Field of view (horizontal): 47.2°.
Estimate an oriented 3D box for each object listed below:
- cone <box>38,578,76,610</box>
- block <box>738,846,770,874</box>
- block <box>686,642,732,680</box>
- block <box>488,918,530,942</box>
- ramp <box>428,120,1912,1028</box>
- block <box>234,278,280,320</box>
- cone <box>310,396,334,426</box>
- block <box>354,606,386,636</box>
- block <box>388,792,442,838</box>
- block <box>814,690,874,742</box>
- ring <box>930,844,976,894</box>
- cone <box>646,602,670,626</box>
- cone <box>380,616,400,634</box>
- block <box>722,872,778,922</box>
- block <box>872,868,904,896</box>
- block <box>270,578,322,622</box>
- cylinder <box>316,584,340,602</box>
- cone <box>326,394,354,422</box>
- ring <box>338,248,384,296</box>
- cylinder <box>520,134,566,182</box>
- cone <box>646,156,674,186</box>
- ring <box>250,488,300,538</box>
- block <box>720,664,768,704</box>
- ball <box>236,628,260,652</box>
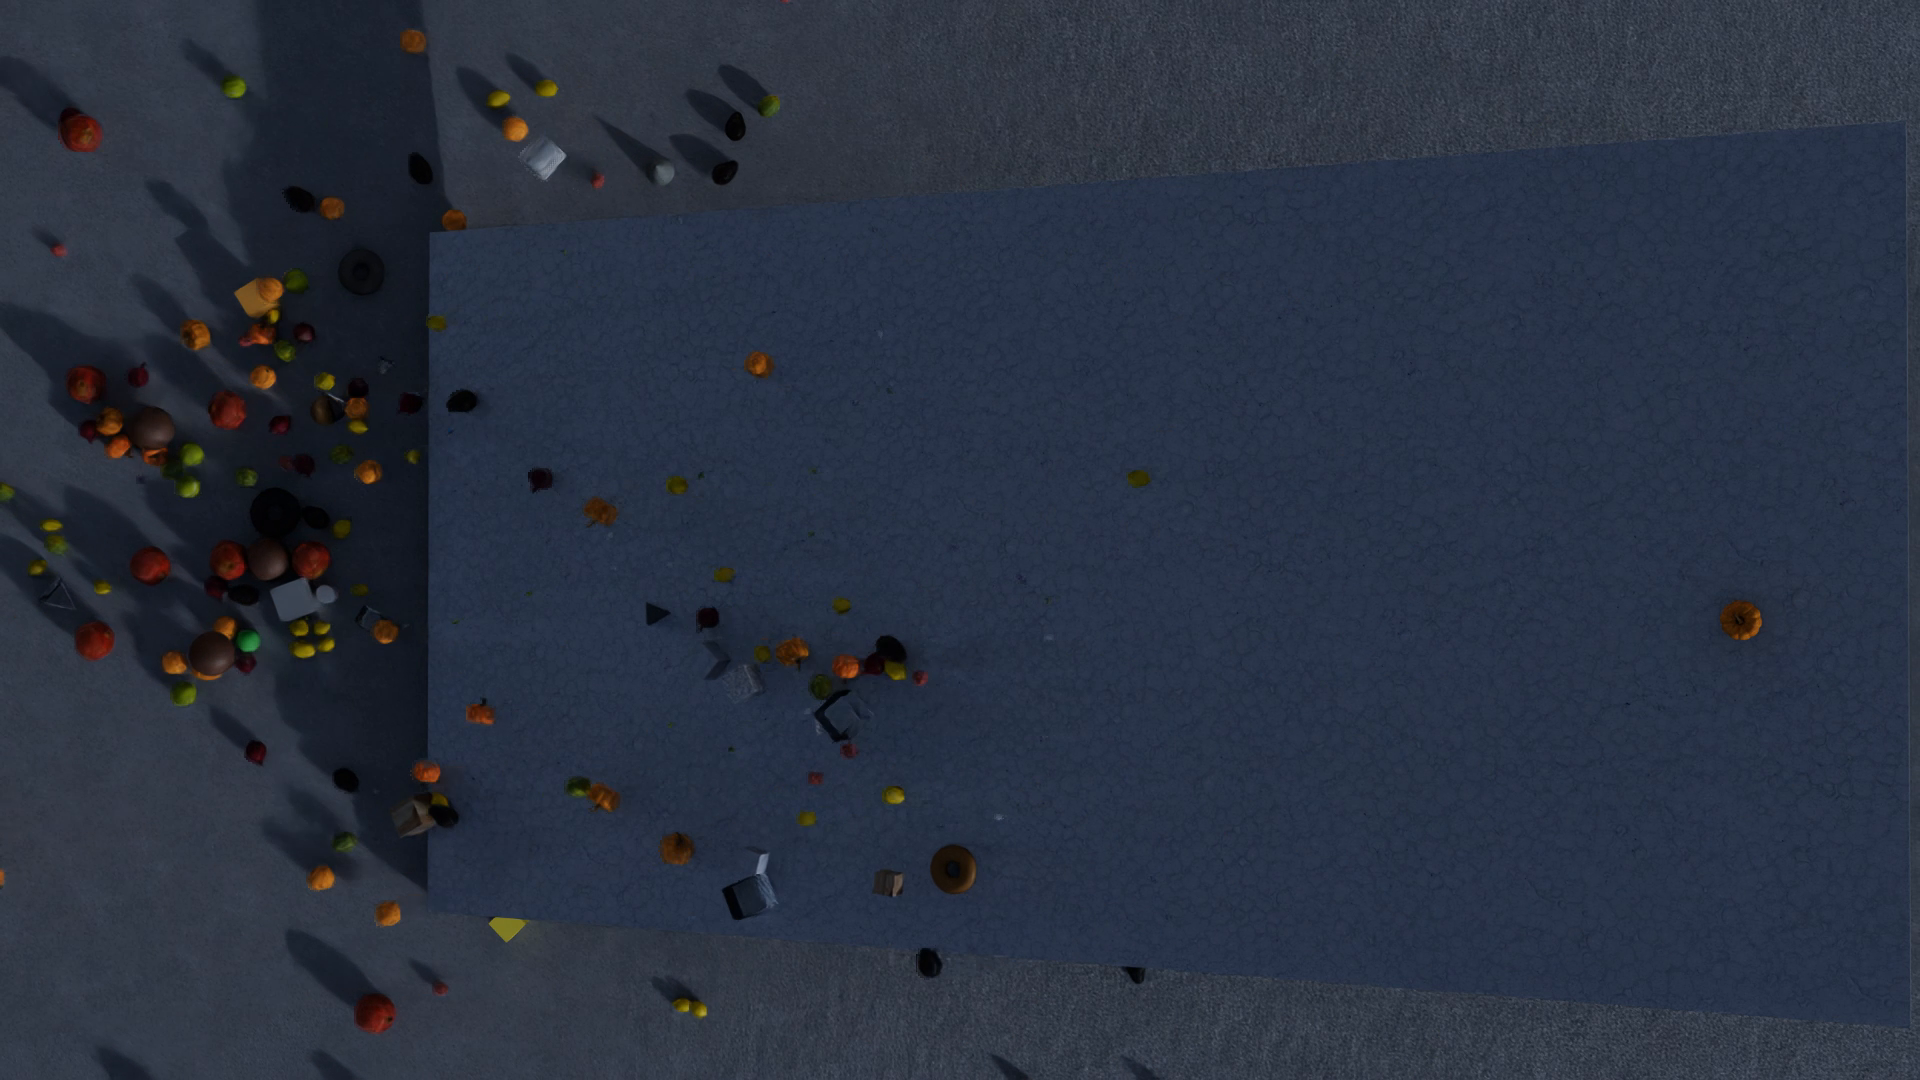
[{"bbox_3d":[-2.669,0.179,6.541,0.096,0.096,0.096,-46,116,0],"label":"cone"},{"bbox_3d":[-0.560,0.871,5.984,0.058,0.058,0.058,18,97,23],"label":"block"},{"bbox_3d":[-0.690,0.332,6.039,0.075,0.075,0.075,44,106,18],"label":"block"},{"bbox_3d":[-1.335,1.131,6.513,0.077,0.077,0.077,-44,90,0],"label":"block"},{"bbox_3d":[0.283,0.083,5.704,4.000,0.100,2.000,0,89,24],"label":"ramp"},{"bbox_3d":[-2.086,-0.717,6.531,0.083,0.083,0.083,-32,89,0],"label":"block"},{"bbox_3d":[-1.894,-0.387,6.524,0.091,0.091,0.091,0,89,0],"label":"cone"},{"bbox_3d":[-1.750,0.237,6.522,0.056,0.056,0.056,33,89,-37],"label":"block"},{"bbox_3d":[-1.591,0.803,6.426,0.091,0.091,0.091,-31,77,22],"label":"block"},{"bbox_3d":[-0.309,0.466,5.857,0.095,0.095,0.095,-45,73,17],"label":"block"},{"bbox_3d":[-0.017,0.862,5.751,0.130,0.043,0.130,0,91,24],"label":"ring"},{"bbox_3d":[-0.838,0.205,6.131,0.067,0.067,0.067,-4,89,-3],"label":"cone"},{"bbox_3d":[-1.691,0.259,6.549,0.057,0.057,0.057,12,89,-26],"label":"cone"},{"bbox_3d":[-0.570,0.968,5.968,0.093,0.093,0.093,-27,79,21],"label":"block"},{"bbox_3d":[-0.189,0.907,5.819,0.057,0.057,0.057,8,93,24],"label":"block"},{"bbox_3d":[-1.966,0.176,6.513,0.100,0.100,0.100,-21,89,0],"label":"block"},{"bbox_3d":[-1.880,0.159,6.535,0.055,0.055,0.055,0,89,0],"label":"cylinder"},{"bbox_3d":[-1.853,-0.405,6.524,0.080,0.080,0.080,-41,98,0],"label":"cone"},{"bbox_3d":[-1.783,-0.799,6.551,0.139,0.046,0.139,0,89,1],"label":"ring"},{"bbox_3d":[-1.154,-1.058,6.088,0.090,0.090,0.090,39,84,0],"label":"cylinder"},{"bbox_3d":[-0.897,-1.105,6.534,0.088,0.088,0.088,0,89,0],"label":"cone"},{"bbox_3d":[-2.037,-0.081,6.541,0.148,0.049,0.148,0,88,0],"label":"ring"},{"bbox_3d":[-0.588,0.392,5.990,0.080,0.080,0.080,-28,78,21],"label":"block"},{"bbox_3d":[-2.112,0.299,6.526,0.070,0.070,0.070,0,89,0],"label":"ball"}]
